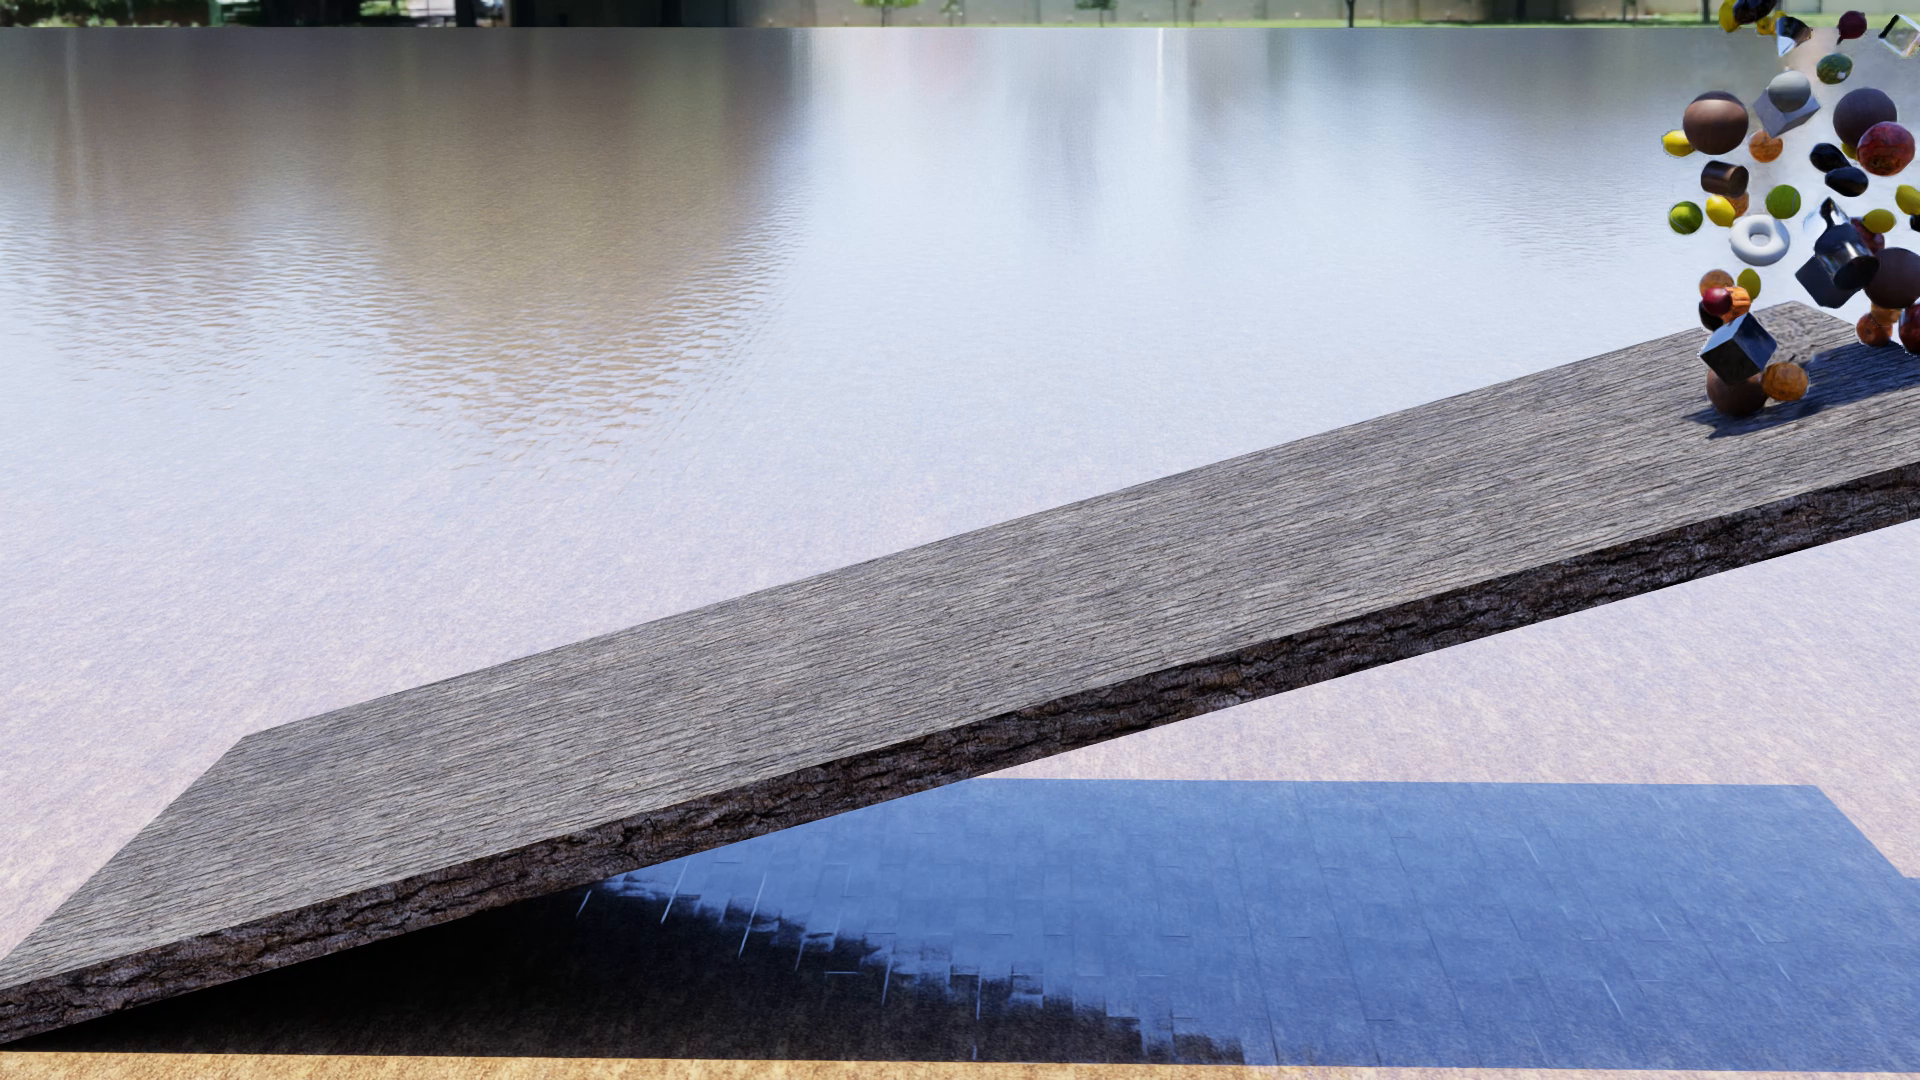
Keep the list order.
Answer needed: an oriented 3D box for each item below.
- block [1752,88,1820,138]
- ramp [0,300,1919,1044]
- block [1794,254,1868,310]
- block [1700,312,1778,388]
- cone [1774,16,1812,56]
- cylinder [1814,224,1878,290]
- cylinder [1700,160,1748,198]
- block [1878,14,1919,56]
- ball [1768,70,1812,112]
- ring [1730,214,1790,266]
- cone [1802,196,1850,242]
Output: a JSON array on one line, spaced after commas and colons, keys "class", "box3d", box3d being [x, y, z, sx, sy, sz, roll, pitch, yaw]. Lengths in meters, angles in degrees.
[{"class": "block", "box3d": [1.633, -0.858, 5.815, 0.080, 0.080, 0.080, -25, -11, -14]}, {"class": "ramp", "box3d": [0.089, 0.188, 6.322, 4.000, 0.100, 2.000, -16, 10, 5]}, {"class": "block", "box3d": [1.775, -0.535, 5.986, 0.089, 0.089, 0.089, 1, 49, -50]}, {"class": "block", "box3d": [1.550, -0.378, 5.853, 0.091, 0.091, 0.091, -50, 10, -36]}, {"class": "cone", "box3d": [1.606, -0.965, 5.720, 0.073, 0.073, 0.073, 26, -21, 11]}, {"class": "cylinder", "box3d": [1.756, -0.561, 5.828, 0.093, 0.093, 0.093, -3, 49, -17]}, {"class": "cylinder", "box3d": [1.547, -0.730, 5.949, 0.067, 0.067, 0.067, -9, 22, -39]}, {"class": "block", "box3d": [1.923, -1.029, 5.997, 0.061, 0.061, 0.061, 45, 28, 23]}, {"class": "ball", "box3d": [1.617, -0.875, 5.732, 0.080, 0.080, 0.080, 0, 11, 0]}, {"class": "ring", "box3d": [1.575, -0.590, 5.791, 0.116, 0.116, 0.039, 2, -30, 10]}, {"class": "cone", "box3d": [1.747, -0.663, 5.922, 0.095, 0.095, 0.095, 3, -31, 14]}]
